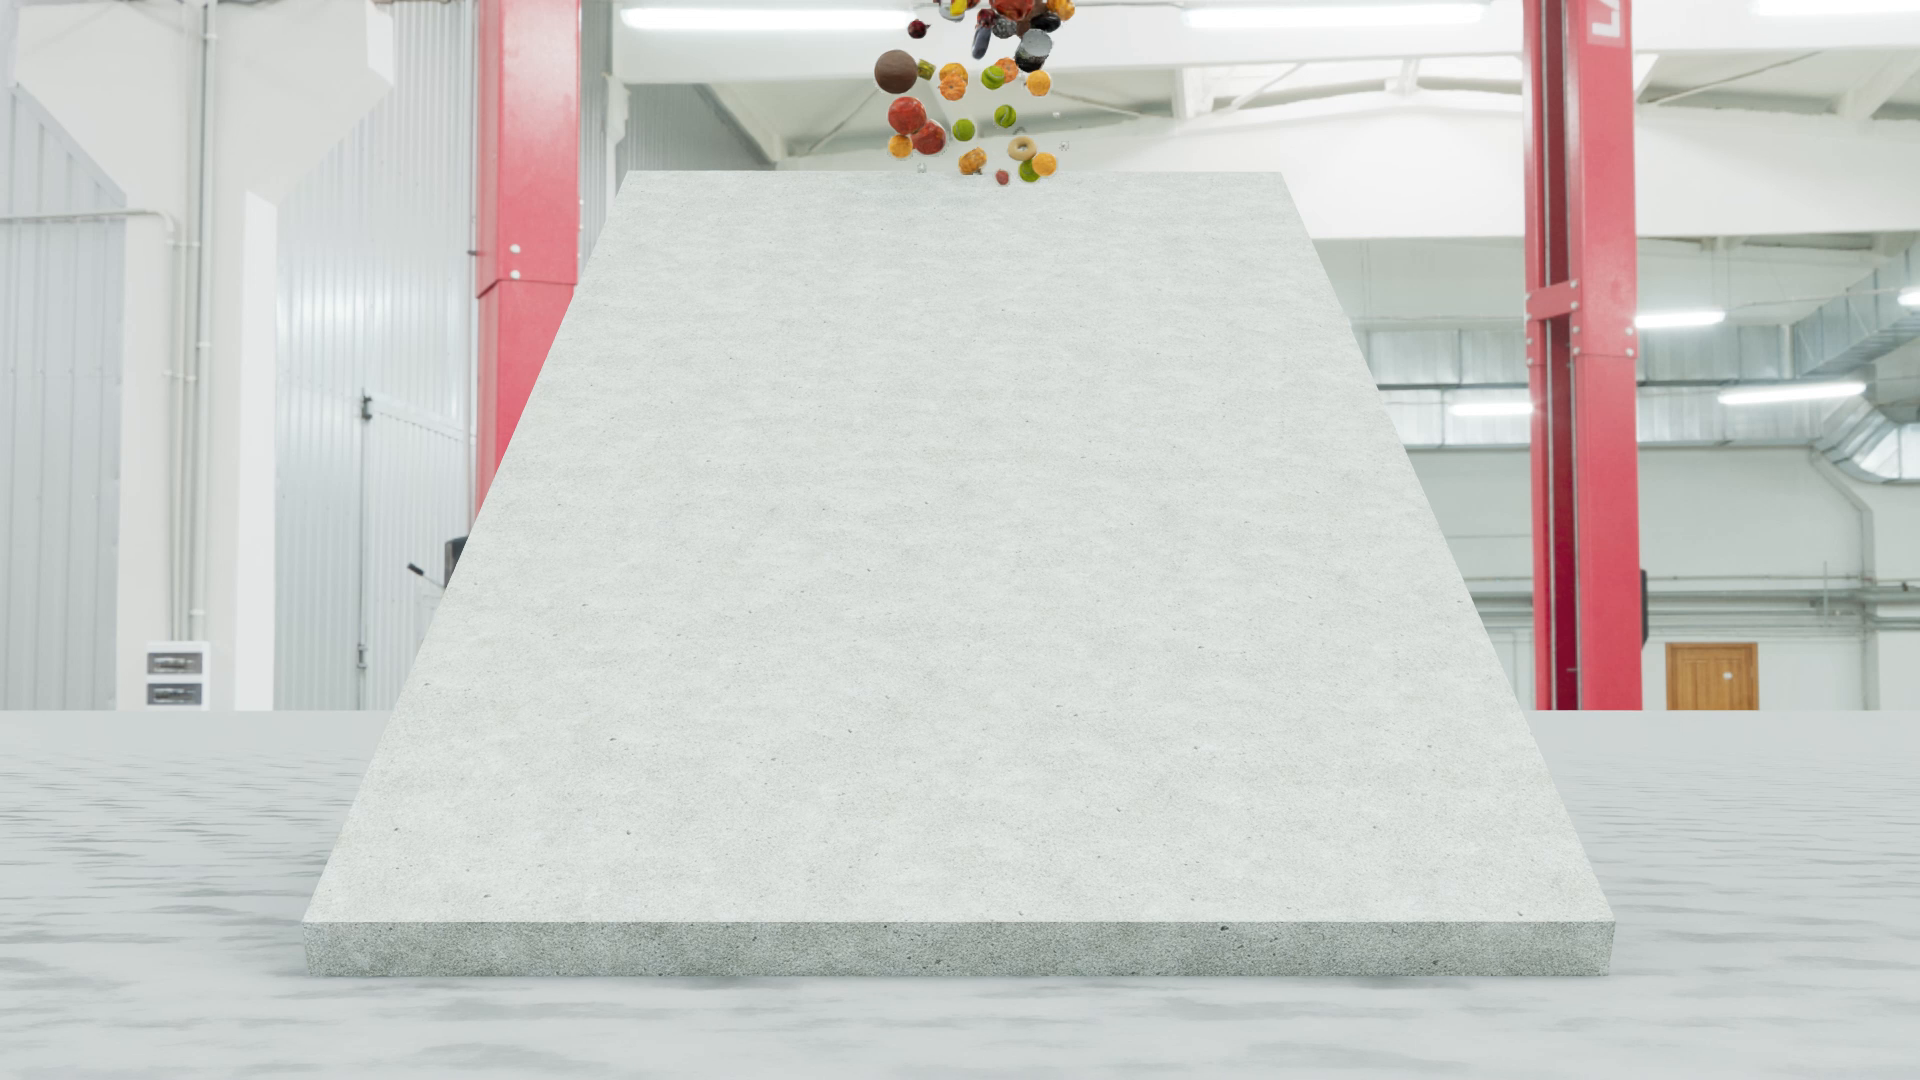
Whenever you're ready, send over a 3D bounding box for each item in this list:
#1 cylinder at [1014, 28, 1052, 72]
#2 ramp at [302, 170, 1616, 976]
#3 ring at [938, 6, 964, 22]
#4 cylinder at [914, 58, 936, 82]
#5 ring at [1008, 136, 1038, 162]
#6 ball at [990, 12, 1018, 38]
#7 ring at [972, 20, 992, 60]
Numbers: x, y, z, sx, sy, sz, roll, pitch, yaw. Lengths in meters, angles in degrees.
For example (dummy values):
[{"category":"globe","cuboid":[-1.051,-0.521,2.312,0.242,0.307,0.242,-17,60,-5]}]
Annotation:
[{"category":"cylinder","cuboid":[0.210,-1.403,6.732,0.091,0.091,0.091,1,-19,-14]},{"category":"ramp","cuboid":[-0.009,-0.229,5.398,2.000,0.100,4.000,0,25,0]},{"category":"ring","cuboid":[-0.026,-1.613,7.192,0.084,0.028,0.084,15,29,-8]},{"category":"cylinder","cuboid":[-0.106,-1.415,7.064,0.053,0.053,0.053,24,-8,-9]},{"category":"ring","cuboid":[0.185,-1.150,6.903,0.089,0.089,0.030,0,-36,7]},{"category":"ball","cuboid":[0.130,-1.522,6.938,0.079,0.079,0.079,0,-4,0]},{"category":"ring","cuboid":[0.065,-1.515,7.102,0.041,0.124,0.124,14,-6,-9]}]
